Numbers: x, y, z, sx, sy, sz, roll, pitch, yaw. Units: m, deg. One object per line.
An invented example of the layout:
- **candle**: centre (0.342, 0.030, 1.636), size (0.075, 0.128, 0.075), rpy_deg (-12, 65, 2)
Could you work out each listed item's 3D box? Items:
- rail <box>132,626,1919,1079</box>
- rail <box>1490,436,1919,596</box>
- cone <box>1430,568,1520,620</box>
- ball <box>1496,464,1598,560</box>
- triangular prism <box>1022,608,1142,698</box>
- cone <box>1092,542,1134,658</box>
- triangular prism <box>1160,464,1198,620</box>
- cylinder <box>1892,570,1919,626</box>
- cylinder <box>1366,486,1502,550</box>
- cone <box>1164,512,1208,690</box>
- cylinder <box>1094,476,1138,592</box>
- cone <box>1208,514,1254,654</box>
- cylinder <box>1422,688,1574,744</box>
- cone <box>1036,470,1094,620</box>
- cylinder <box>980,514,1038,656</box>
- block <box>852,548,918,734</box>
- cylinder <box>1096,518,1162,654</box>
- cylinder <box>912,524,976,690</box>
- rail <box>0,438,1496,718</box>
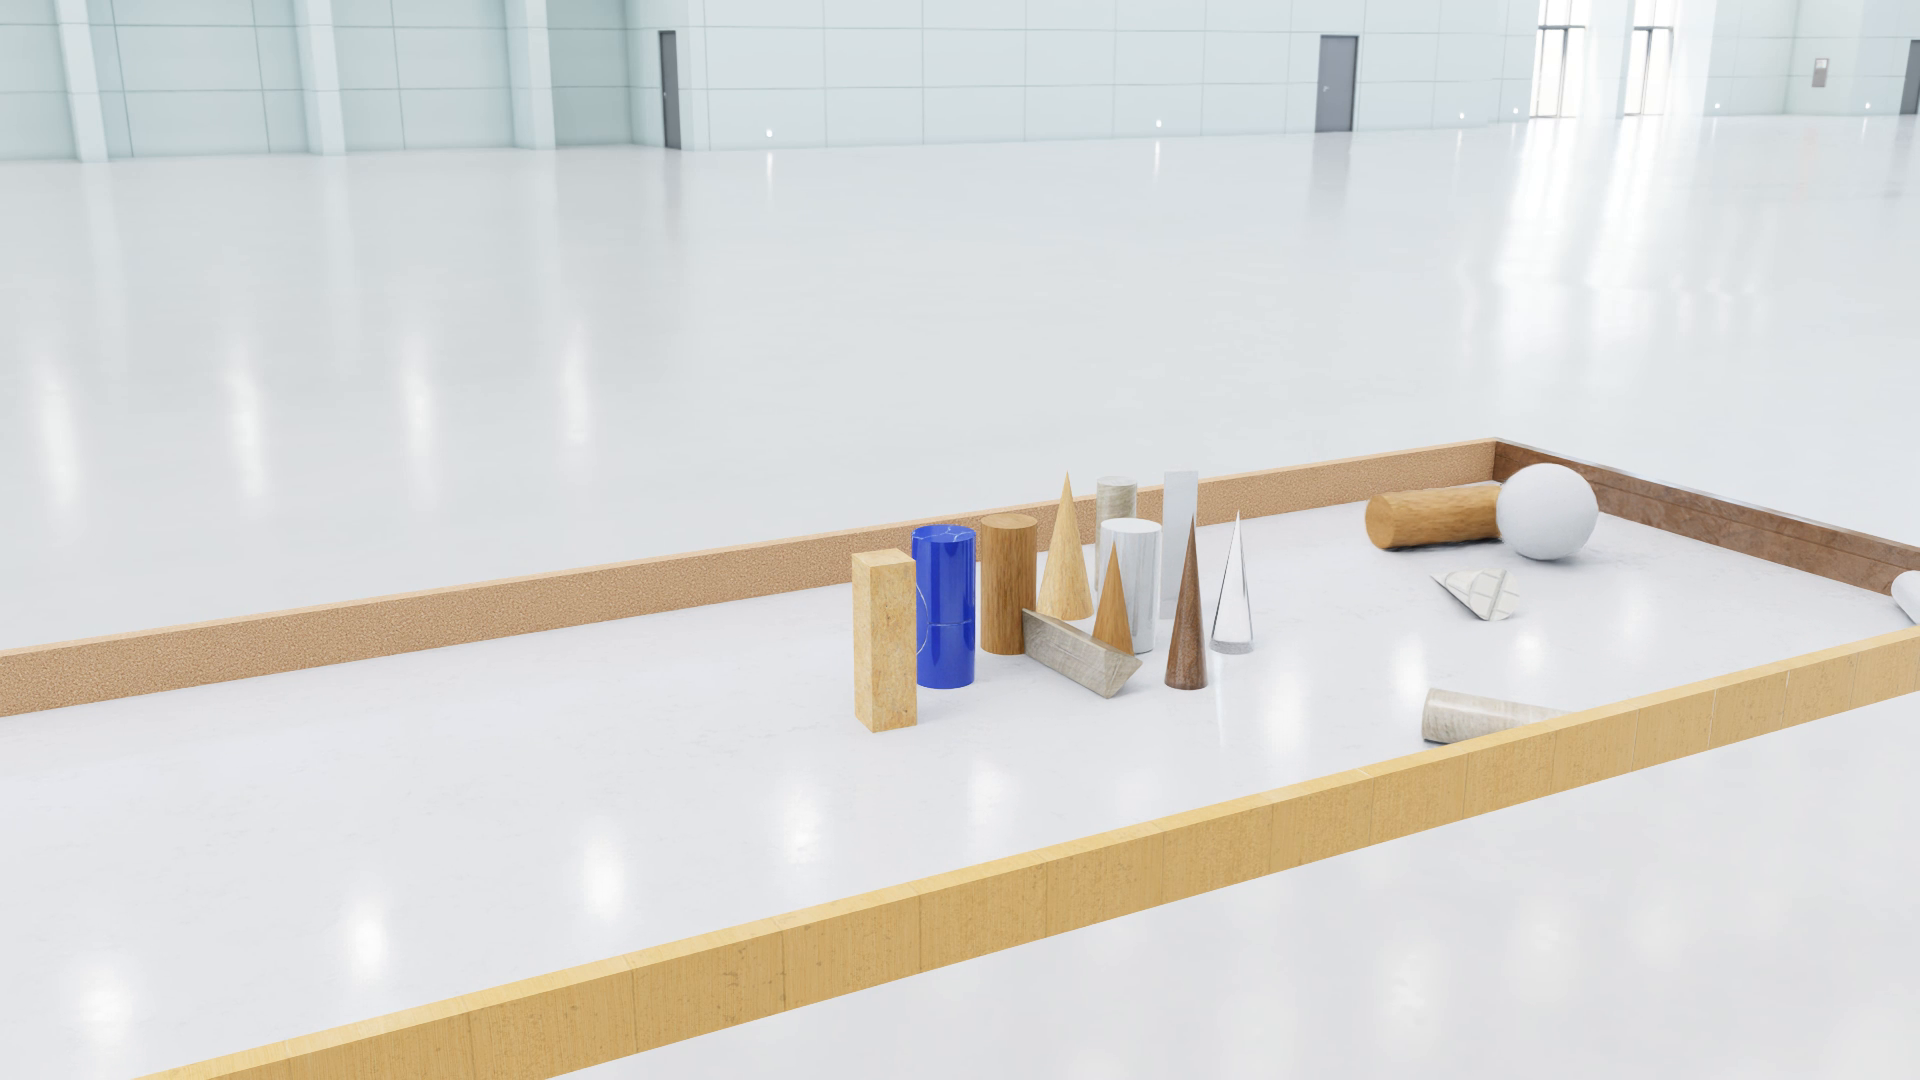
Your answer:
- **rail**: centre (-2.336, 1.006, 1.665), size (12.000, 0.150, 0.050), rpy_deg (-9, 18, -27)
- **rail**: centre (2.466, -0.048, 5.253), size (0.050, 0.150, 2.100), rpy_deg (-9, 18, -27)
- **cone**: centre (1.453, 0.126, 4.795), size (0.148, 0.148, 0.435), rpy_deg (-2, 7, -8)
- **ball**: centre (1.820, -0.088, 5.121), size (0.300, 0.300, 0.300), rpy_deg (0, 16, 0)
- **triangular prism**: centre (0.284, 0.262, 4.167), size (0.128, 0.111, 0.366), rpy_deg (-44, 32, -14)
- **cone**: centre (0.391, 0.157, 4.224), size (0.129, 0.336, 0.129), rpy_deg (0, 16, 0)
- **triangular prism**: centre (0.599, 0.005, 4.585), size (0.092, 0.425, 0.080), rpy_deg (-2, 16, -5)
- **cylinder**: centre (2.652, 0.199, 4.485), size (0.109, 0.109, 0.442), rpy_deg (4, 17, 14)
- **cylinder**: centre (1.540, -0.074, 5.306), size (0.434, 0.171, 0.171), rpy_deg (-5, 17, -17)
- **cone**: centre (0.567, 0.144, 4.077), size (0.111, 0.444, 0.111), rpy_deg (0, 16, 0)
- **cylinder**: centre (0.455, -0.014, 4.819), size (0.117, 0.328, 0.117), rpy_deg (0, 16, 0)
- **cone**: centre (0.723, 0.102, 4.333), size (0.121, 0.380, 0.121), rpy_deg (0, 16, 0)
- **cylinder**: centre (1.214, 0.419, 3.719), size (0.316, 0.119, 0.119), rpy_deg (9, 18, 27)
- **cone**: centre (0.296, 0.003, 4.609), size (0.166, 0.415, 0.166), rpy_deg (0, 16, 0)
- **cylinder**: centre (0.128, 0.116, 4.347), size (0.148, 0.345, 0.148), rpy_deg (0, 16, 0)
- **block**: centre (-0.175, 0.234, 3.843), size (0.112, 0.404, 0.112), rpy_deg (-7, 18, -24)
- **cylinder**: centre (0.444, 0.119, 4.359), size (0.159, 0.326, 0.159), rpy_deg (1, 15, 0)
- **cylinder**: centre (-0.041, 0.166, 4.116), size (0.160, 0.380, 0.160), rpy_deg (0, 16, 0)
- **rail**: centre (-3.305, 0.497, 3.399), size (12.000, 0.150, 0.050), rpy_deg (-9, 18, -27)
